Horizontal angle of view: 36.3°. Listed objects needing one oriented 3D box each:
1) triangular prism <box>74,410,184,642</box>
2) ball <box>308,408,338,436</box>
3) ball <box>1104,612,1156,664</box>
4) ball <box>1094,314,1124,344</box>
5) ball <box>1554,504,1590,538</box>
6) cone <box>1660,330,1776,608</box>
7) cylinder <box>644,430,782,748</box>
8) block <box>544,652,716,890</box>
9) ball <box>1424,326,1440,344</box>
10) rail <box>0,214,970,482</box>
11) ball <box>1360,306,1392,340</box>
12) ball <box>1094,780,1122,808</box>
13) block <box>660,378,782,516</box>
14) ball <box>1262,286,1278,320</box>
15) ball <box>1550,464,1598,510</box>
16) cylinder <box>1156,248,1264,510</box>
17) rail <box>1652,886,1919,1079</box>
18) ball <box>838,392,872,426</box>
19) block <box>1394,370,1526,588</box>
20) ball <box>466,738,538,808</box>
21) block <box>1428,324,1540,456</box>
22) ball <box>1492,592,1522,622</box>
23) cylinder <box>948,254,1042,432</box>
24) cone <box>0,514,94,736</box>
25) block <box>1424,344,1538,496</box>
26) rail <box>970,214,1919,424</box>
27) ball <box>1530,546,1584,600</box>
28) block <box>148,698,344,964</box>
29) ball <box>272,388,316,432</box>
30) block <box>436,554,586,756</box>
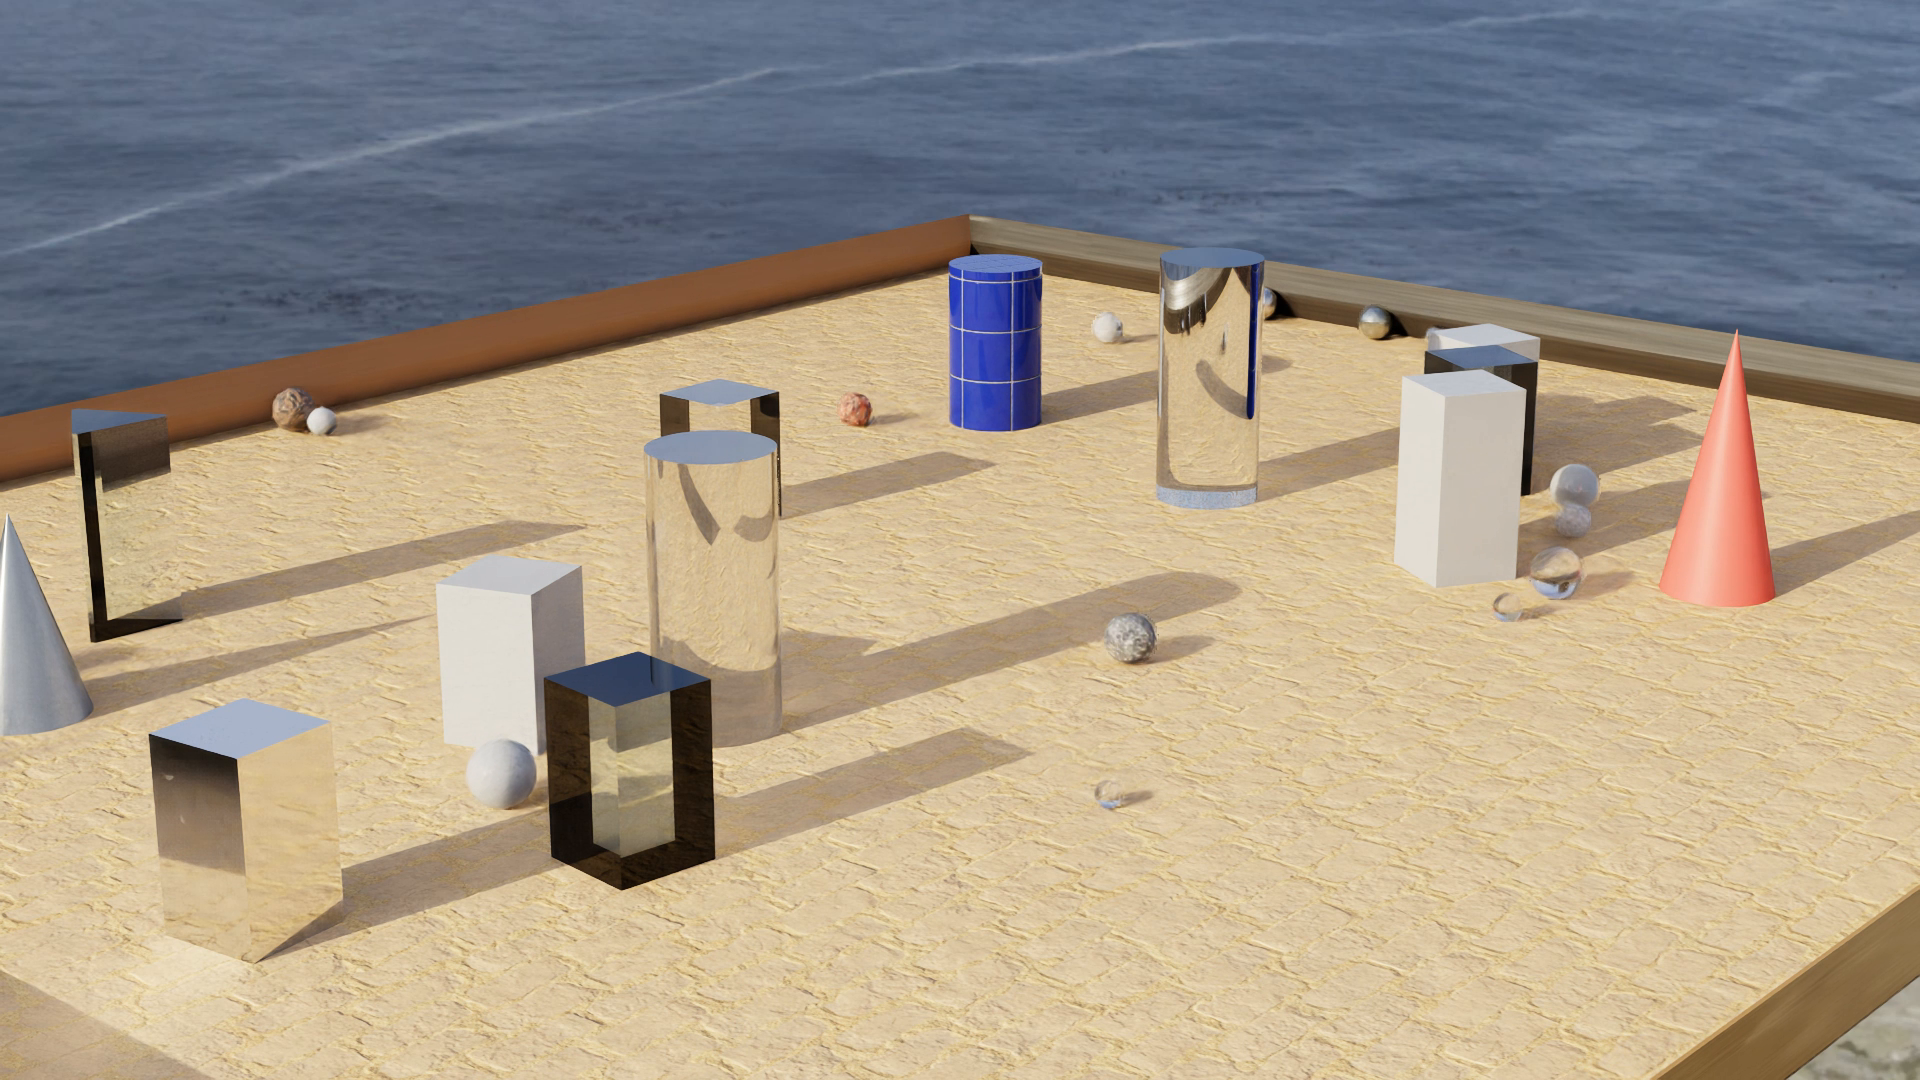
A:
[{"bbox_3d":[-1.439,-0.034,4.943,0.150,0.360,0.173,16,23,42],"label":"triangular prism"},{"bbox_3d":[-1.344,-0.249,6.177,0.061,0.061,0.061,0,17,0],"label":"ball"},{"bbox_3d":[0.277,0.160,4.778,0.084,0.084,0.084,0,17,0],"label":"ball"},{"bbox_3d":[0.354,-0.503,7.003,0.071,0.071,0.071,0,17,0],"label":"ball"},{"bbox_3d":[1.141,-0.037,5.467,0.064,0.064,0.064,0,17,0],"label":"ball"},{"bbox_3d":[1.333,-0.138,5.098,0.199,0.470,0.199,0,17,0],"label":"cone"},{"bbox_3d":[-0.373,0.073,4.447,0.199,0.442,0.199,0,17,0],"label":"cylinder"},{"bbox_3d":[-0.447,0.310,3.974,0.160,0.260,0.160,-15,22,-41],"label":"block"},{"bbox_3d":[1.128,-0.483,6.974,0.049,0.049,0.049,0,17,0],"label":"ball"},{"bbox_3d":[-1.433,-0.326,6.311,0.045,0.130,4.500,14,22,39],"label":"rail"},{"bbox_3d":[0.999,-0.521,7.050,0.079,0.079,0.079,0,17,0],"label":"ball"},{"bbox_3d":[0.212,0.363,4.181,0.041,0.041,0.041,0,17,0],"label":"ball"},{"bbox_3d":[-0.454,-0.161,5.563,0.160,0.246,0.160,14,22,38],"label":"block"},{"bbox_3d":[0.745,-0.586,7.254,0.085,0.085,0.085,0,17,0],"label":"ball"},{"bbox_3d":[1.179,-0.099,5.625,0.092,0.092,0.092,0,17,0],"label":"ball"},{"bbox_3d":[0.483,-0.314,5.675,0.199,0.474,0.199,0,17,0],"label":"cylinder"},{"bbox_3d":[1.433,0.391,3.929,0.045,0.130,4.500,14,22,39],"label":"rail"},{"bbox_3d":[-0.224,-0.278,6.256,0.071,0.071,0.071,0,17,0],"label":"ball"},{"bbox_3d":[0.889,-0.111,5.221,0.160,0.348,0.160,-6,18,-18],"label":"block"},{"bbox_3d":[-0.653,0.332,4.179,0.100,0.100,0.100,0,17,0],"label":"ball"},{"bbox_3d":[1.069,-0.299,6.015,0.160,0.249,0.160,-9,19,-28],"label":"block"},{"bbox_3d":[0.931,0.115,4.986,0.050,0.050,0.050,0,17,0],"label":"ball"},{"bbox_3d":[0.076,-0.422,6.260,0.199,0.343,0.199,0,17,0],"label":"cylinder"},{"bbox_3d":[-1.451,0.113,4.514,0.199,0.326,0.199,0,17,0],"label":"cone"},{"bbox_3d":[1.016,-0.230,5.755,0.160,0.268,0.160,-6,18,-19],"label":"block"},{"bbox_3d":[1.460,-0.452,6.729,3.842,0.130,0.045,14,22,39],"label":"rail"},{"bbox_3d":[1.039,0.058,5.103,0.093,0.093,0.093,0,17,0],"label":"ball"},{"bbox_3d":[-0.911,0.369,3.750,0.160,0.276,0.160,11,20,32],"label":"block"},{"bbox_3d":[-1.410,-0.275,6.207,0.093,0.093,0.093,0,17,0],"label":"ball"},{"bbox_3d":[-0.677,0.173,4.443,0.160,0.253,0.160,6,18,20],"label":"block"}]
